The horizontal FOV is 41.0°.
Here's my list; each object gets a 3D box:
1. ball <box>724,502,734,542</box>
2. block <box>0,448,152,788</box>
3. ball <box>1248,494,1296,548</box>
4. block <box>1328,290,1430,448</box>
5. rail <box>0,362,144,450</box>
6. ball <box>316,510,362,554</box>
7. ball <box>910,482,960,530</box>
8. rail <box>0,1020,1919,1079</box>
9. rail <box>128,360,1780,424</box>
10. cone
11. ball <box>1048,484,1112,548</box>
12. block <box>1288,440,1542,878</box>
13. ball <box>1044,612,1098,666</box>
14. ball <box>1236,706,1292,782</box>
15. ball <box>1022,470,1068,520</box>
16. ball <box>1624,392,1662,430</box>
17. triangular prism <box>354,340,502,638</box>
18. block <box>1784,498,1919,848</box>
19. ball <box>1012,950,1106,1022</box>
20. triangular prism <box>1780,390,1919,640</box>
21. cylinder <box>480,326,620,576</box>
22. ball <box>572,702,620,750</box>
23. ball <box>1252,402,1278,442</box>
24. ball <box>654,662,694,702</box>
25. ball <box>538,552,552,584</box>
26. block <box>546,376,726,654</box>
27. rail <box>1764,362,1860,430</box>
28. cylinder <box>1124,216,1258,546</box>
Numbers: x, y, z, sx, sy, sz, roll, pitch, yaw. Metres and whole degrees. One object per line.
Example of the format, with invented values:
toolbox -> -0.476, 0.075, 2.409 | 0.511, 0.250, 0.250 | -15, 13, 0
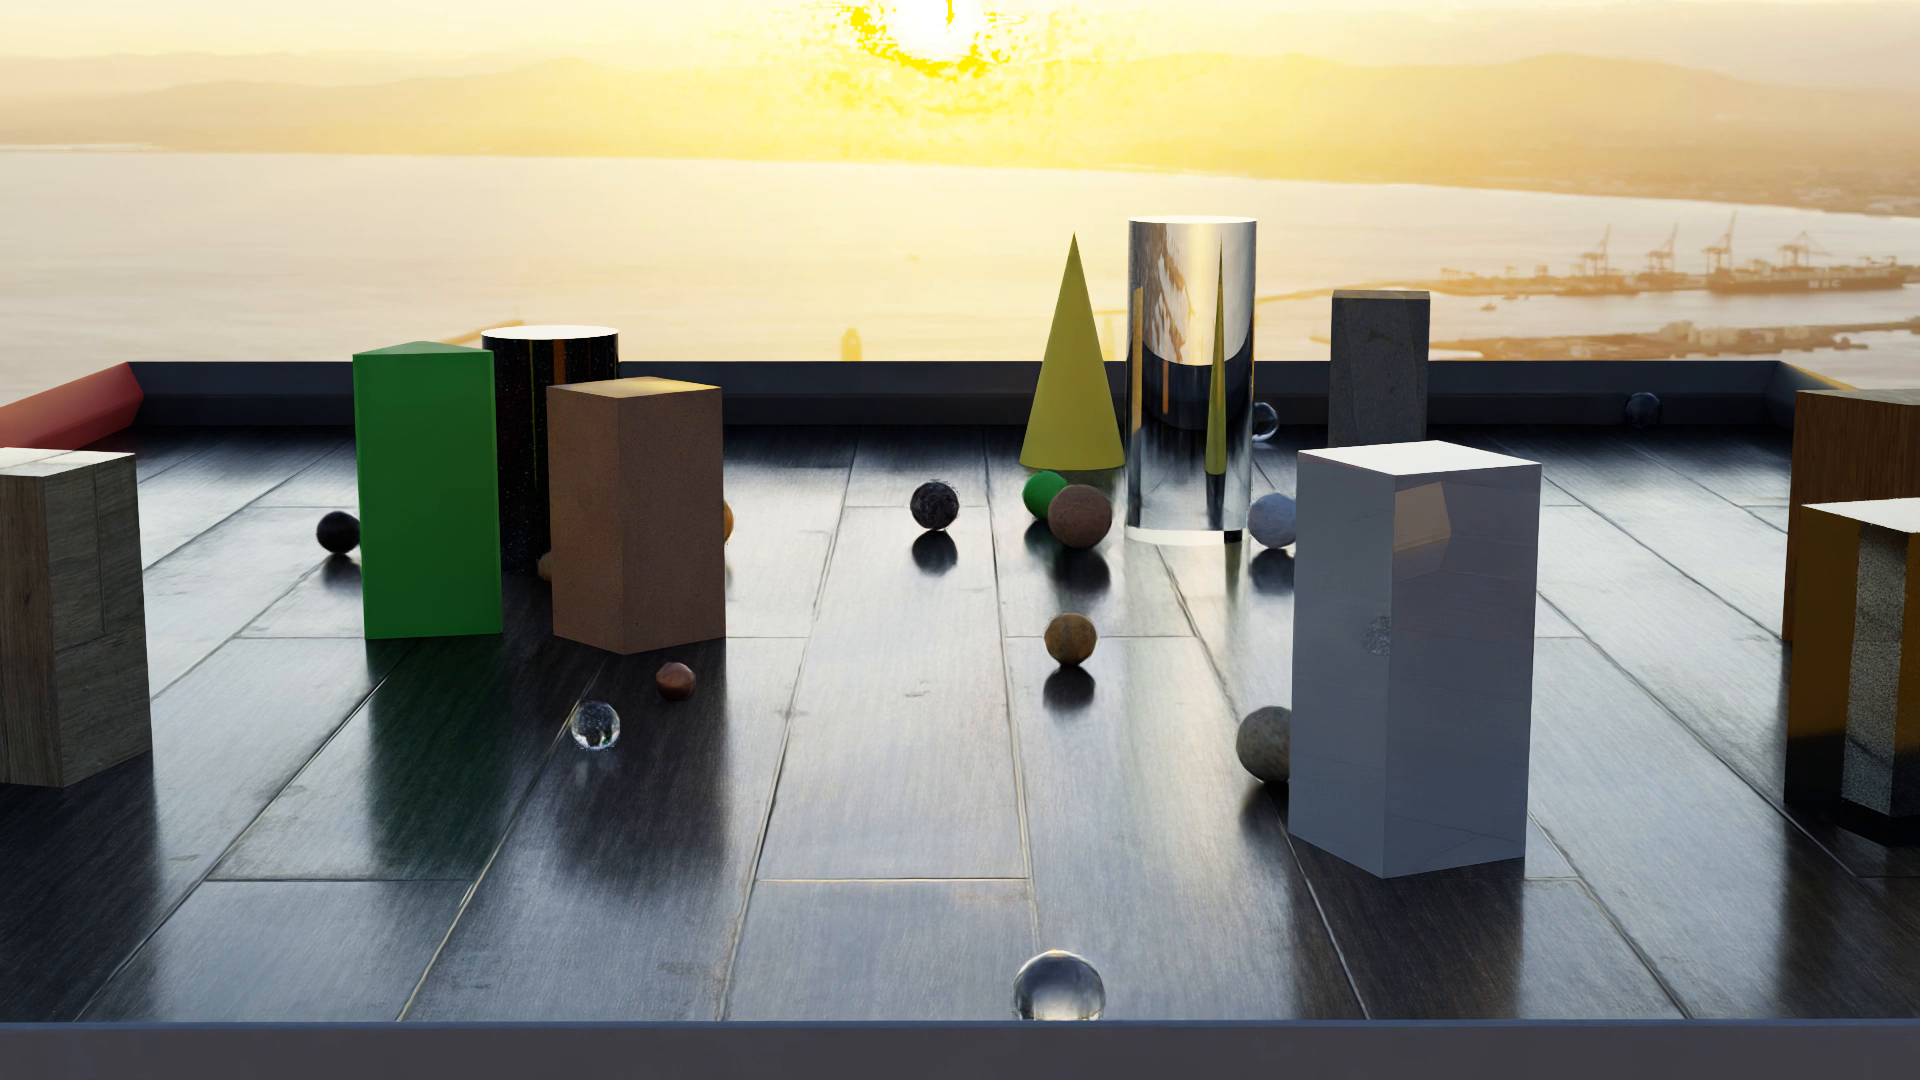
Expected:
ball -> -0.386, -0.027, 3.903 | 0.085, 0.085, 0.085 | 0, 10, 0
block -> -0.970, 0.077, 2.688 | 0.159, 0.322, 0.159 | 3, 11, 16
ball -> 0.481, -0.029, 3.915 | 0.085, 0.085, 0.085 | 0, 10, 0
block -> 0.700, -0.235, 4.295 | 0.159, 0.352, 0.159 | 2, 11, 9
rail -> -1.669, 0.035, 3.439 | 0.045, 0.129, 3.693 | 0, 10, 0
ball -> -0.936, -0.012, 3.868 | 0.067, 0.067, 0.067 | 0, 10, 0
ball -> -0.040, -0.054, 4.069 | 0.078, 0.078, 0.078 | 0, 10, 0
rail -> 0.011, 0.365, 1.656 | 3.386, 0.129, 0.045 | 0, 10, 0
rail -> -0.011, -0.298, 5.241 | 3.386, 0.129, 0.045 | 0, 10, 0
cone -> 0.209, -0.357, 4.736 | 0.199, 0.430, 0.199 | 0, 10, 0
ball -> 0.183, -0.036, 3.912 | 0.099, 0.099, 0.099 | 0, 10, 0
block -> 0.422, 0.106, 2.398 | 0.159, 0.371, 0.159 | -5, 12, -25
ball -> 0.136, 0.121, 3.155 | 0.065, 0.065, 0.065 | 0, 10, 0
ball -> 0.323, 0.210, 2.640 | 0.078, 0.078, 0.078 | 0, 10, 0
ball -> 0.141, -0.073, 4.169 | 0.078, 0.078, 0.078 | 0, 10, 0
ball -> 1.385, -0.263, 5.202 | 0.076, 0.076, 0.076 | 0, 10, 0
triangular prism -> -0.697, -0.070, 3.358 | 0.172, 0.367, 0.149 | -2, 11, -12
block -> 0.925, 0.123, 2.491 | 0.159, 0.302, 0.159 | -4, 11, -18
ball -> 0.074, 0.345, 1.931 | 0.071, 0.071, 0.071 | 0, 10, 0
triangular prism -> 1.169, -0.027, 3.252 | 0.149, 0.321, 0.172 | -7, 13, -35
cylinder -> -0.597, -0.134, 3.770 | 0.199, 0.344, 0.199 | 0, 10, 0
ball -> -0.392, 0.200, 2.763 | 0.053, 0.053, 0.053 | 0, 10, 0
ball -> 0.585, -0.232, 5.033 | 0.078, 0.078, 0.078 | 0, 10, 0
ball -> -0.331, 0.164, 2.977 | 0.045, 0.045, 0.045 | 0, 10, 0
ball -> -0.576, 0.040, 3.642 | 0.048, 0.048, 0.048 | 0, 10, 0
block -> -0.415, -0.036, 3.292 | 0.159, 0.324, 0.159 | -9, 14, -41
rail -> 1.669, 0.032, 3.458 | 0.045, 0.129, 3.693 | 0, 10, 0
cylinder -> 0.358, -0.252, 3.996 | 0.199, 0.493, 0.199 | 0, 10, 0
